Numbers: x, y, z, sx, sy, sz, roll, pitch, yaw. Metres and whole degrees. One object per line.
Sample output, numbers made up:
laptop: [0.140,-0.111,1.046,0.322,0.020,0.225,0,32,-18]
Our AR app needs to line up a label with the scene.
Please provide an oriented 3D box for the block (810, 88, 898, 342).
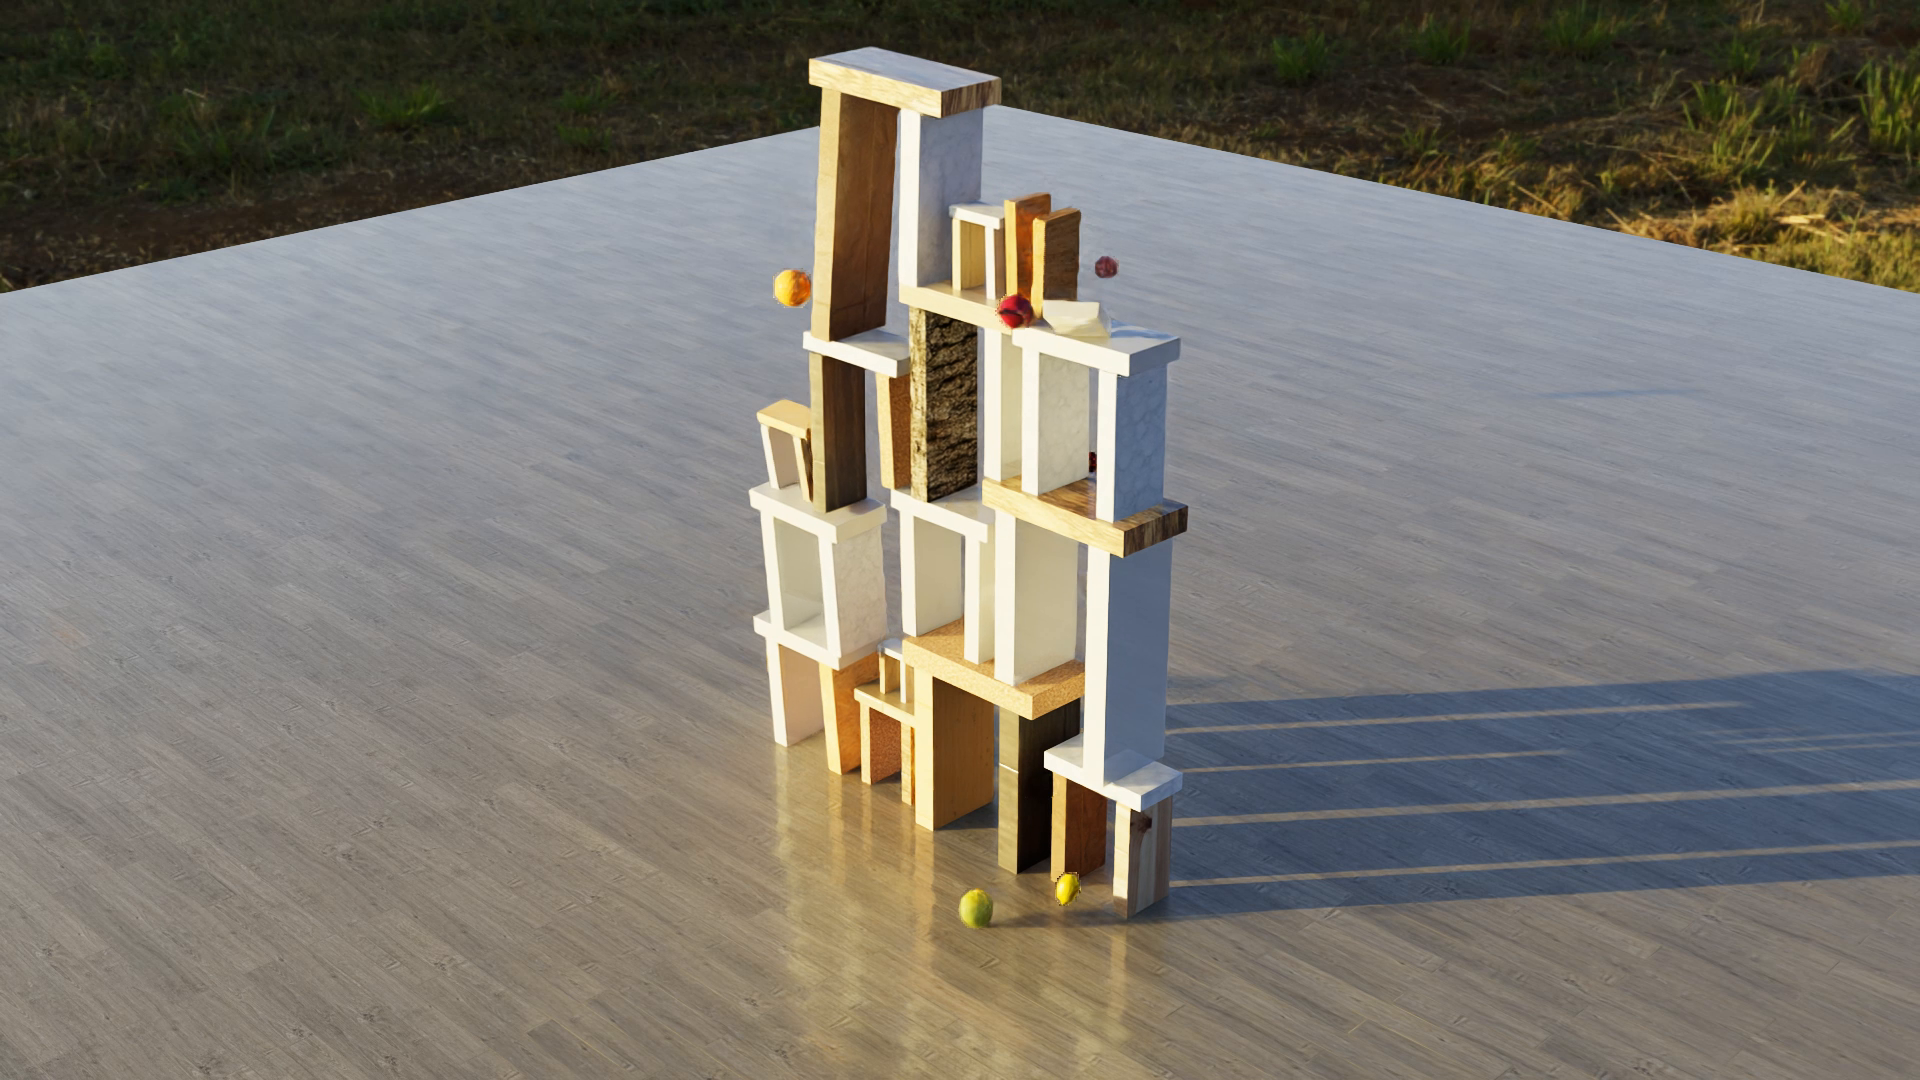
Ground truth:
block: [-0.198,-0.620,4.142,0.046,0.478,0.162,23,30,34]

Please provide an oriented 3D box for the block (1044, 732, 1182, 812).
block: [0.285,0.429,4.098,0.238,0.034,0.119,21,31,41]

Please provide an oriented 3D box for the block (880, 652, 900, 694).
block: [-0.142,0.263,4.489,0.013,0.092,0.046,21,31,41]

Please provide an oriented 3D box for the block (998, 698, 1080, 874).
block: [0.153,0.455,4.245,0.049,0.346,0.173,21,31,41]

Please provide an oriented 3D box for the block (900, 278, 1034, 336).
block: [0.039,-0.438,3.999,0.283,0.040,0.142,21,31,41]

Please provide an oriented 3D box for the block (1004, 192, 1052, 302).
block: [0.123,-0.521,3.912,0.090,0.181,0.026,-20,28,-39]

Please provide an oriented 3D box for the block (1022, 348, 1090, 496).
block: [0.172,-0.227,3.936,0.135,0.269,0.038,-21,30,-40]

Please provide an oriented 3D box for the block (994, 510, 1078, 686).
block: [0.143,0.085,4.108,0.171,0.343,0.049,-21,31,-40]

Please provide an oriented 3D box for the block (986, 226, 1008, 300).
block: [0.076,-0.501,3.931,0.018,0.130,0.065,18,29,41]

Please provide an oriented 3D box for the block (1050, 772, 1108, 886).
block: [0.228,0.532,4.202,0.119,0.238,0.034,-21,31,-41]

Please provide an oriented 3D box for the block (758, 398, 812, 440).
block: [-0.329,-0.242,4.381,0.144,0.020,0.072,22,41,41]

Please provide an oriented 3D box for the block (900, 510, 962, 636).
block: [-0.056,0.049,4.305,0.036,0.257,0.128,20,30,41]

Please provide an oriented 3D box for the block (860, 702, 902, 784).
block: [-0.163,0.407,4.567,0.026,0.183,0.091,21,31,41]

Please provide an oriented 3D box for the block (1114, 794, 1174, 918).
block: [0.342,0.575,4.102,0.119,0.238,0.034,-20,30,-39]

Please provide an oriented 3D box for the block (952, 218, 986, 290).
block: [0.017,-0.523,3.984,0.065,0.130,0.018,-21,30,-40]

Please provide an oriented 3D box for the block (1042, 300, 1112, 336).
block: [0.198,-0.370,3.685,0.090,0.026,0.197,3,-3,10]

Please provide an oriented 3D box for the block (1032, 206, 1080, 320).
block: [0.168,-0.487,3.869,0.090,0.181,0.026,-24,36,-39]

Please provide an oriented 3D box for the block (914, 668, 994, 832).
block: [-0.010,0.391,4.396,0.049,0.346,0.173,21,31,41]

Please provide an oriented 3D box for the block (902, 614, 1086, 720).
block: [0.072,0.241,4.244,0.347,0.049,0.173,21,31,41]

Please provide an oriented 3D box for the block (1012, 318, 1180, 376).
block: [0.235,-0.346,3.817,0.269,0.038,0.135,20,30,41]

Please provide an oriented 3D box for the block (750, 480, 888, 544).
block: [-0.286,-0.070,4.427,0.133,0.038,0.266,-25,34,-37]

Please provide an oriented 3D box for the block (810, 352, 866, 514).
block: [-0.238,-0.222,4.310,0.033,0.321,0.117,18,27,38]

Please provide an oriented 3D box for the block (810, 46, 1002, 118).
block: [-0.100,-0.829,3.969,0.323,0.046,0.162,22,32,36]

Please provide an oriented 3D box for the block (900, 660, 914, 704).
block: [-0.099,0.280,4.449,0.013,0.092,0.046,21,31,41]

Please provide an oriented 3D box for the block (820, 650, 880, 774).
block: [-0.224,0.347,4.597,0.037,0.260,0.130,21,35,40]

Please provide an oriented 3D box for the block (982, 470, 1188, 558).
block: [0.222,-0.063,3.956,0.171,0.049,0.343,-21,31,-40]

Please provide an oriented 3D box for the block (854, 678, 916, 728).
block: [-0.120,0.328,4.486,0.183,0.026,0.091,21,31,41]

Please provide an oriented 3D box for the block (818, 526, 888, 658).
block: [-0.214,0.091,4.437,0.038,0.266,0.133,21,35,40]

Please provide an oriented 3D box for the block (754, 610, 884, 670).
block: [-0.295,0.191,4.588,0.260,0.037,0.130,21,35,40]

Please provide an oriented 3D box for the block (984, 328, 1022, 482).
block: [0.110,-0.262,3.999,0.142,0.284,0.040,-21,30,-40]

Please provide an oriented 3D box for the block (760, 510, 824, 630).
block: [-0.339,0.041,4.553,0.038,0.266,0.133,21,36,40]

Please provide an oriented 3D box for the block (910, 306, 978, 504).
block: [-0.029,-0.270,4.145,0.040,0.382,0.142,20,30,39]

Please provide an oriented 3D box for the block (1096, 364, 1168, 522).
block: [0.298,-0.177,3.819,0.135,0.269,0.038,-21,31,-41]

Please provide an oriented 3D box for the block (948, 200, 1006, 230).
block: [0.047,-0.583,3.933,0.065,0.018,0.130,-21,30,-40]

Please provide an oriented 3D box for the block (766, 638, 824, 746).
block: [-0.344,0.300,4.711,0.037,0.260,0.130,22,35,40]

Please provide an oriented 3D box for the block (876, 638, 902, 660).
block: [-0.120,0.223,4.448,0.092,0.013,0.046,21,31,41]

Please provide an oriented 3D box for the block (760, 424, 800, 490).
block: [-0.358,-0.181,4.448,0.072,0.144,0.020,-30,36,-34]

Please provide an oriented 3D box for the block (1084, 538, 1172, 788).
block: [0.303,0.206,3.983,0.171,0.467,0.049,-21,31,-41]

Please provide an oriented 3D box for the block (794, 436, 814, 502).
block: [-0.289,-0.155,4.387,0.020,0.144,0.072,22,40,40]

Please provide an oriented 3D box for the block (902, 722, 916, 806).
block: [-0.077,0.441,4.488,0.026,0.183,0.091,21,31,41]

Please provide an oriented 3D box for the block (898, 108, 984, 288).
block: [-0.034,-0.633,3.993,0.046,0.323,0.162,24,33,39]

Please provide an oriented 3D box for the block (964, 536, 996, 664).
block: [0.068,0.097,4.191,0.036,0.257,0.128,22,31,40]

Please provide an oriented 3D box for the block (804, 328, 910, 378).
block: [-0.173,-0.368,4.209,0.234,0.033,0.117,20,29,34]

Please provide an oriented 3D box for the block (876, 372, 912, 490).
block: [-0.102,-0.226,4.232,0.033,0.234,0.117,17,28,42]

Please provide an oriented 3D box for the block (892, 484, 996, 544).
block: [0.004,-0.063,4.193,0.257,0.036,0.128,21,31,40]
